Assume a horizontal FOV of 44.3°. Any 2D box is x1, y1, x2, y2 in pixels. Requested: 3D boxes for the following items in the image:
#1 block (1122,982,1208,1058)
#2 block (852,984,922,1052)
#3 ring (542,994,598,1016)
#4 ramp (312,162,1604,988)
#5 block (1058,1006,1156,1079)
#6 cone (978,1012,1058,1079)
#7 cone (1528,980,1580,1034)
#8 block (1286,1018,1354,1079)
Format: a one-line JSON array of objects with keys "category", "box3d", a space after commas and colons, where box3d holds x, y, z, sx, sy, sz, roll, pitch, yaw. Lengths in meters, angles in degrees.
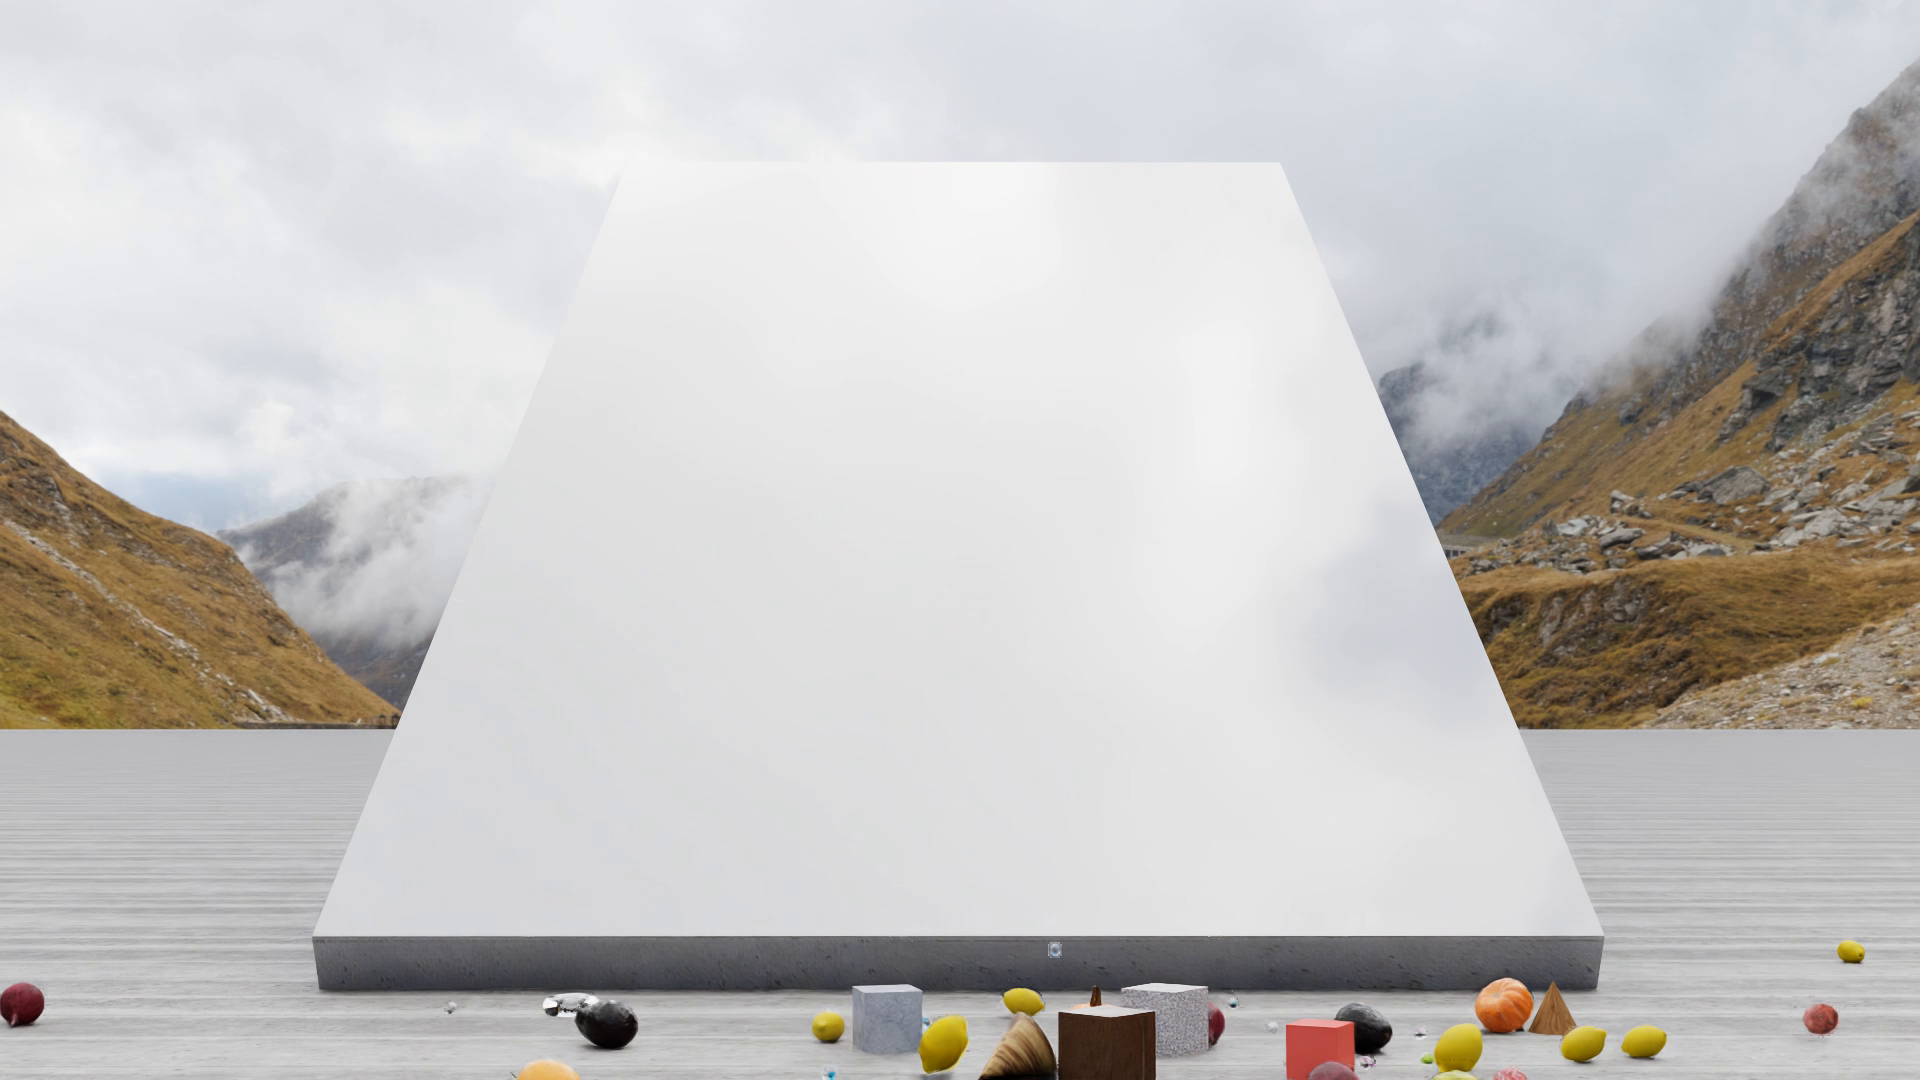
[{"category": "block", "box3d": [0.260, 0.608, 2.992, 0.080, 0.080, 0.080, -3, -5, 36]}, {"category": "block", "box3d": [-0.093, 0.612, 3.022, 0.075, 0.075, 0.075, 1, -5, -14]}, {"category": "ring", "box3d": [-0.555, 0.663, 3.366, 0.080, 0.027, 0.080, -1, -3, 0]}, {"category": "ramp", "box3d": [-0.010, -0.228, 5.466, 2.000, 0.100, 4.000, 0, 26, 0]}, {"category": "block", "box3d": [0.171, 0.588, 2.740, 0.080, 0.080, 0.080, -4, -6, 43]}, {"category": "cone", "box3d": [0.056, 0.611, 2.767, 0.085, 0.085, 0.085, -27, 6, -22]}, {"category": "cone", "box3d": [0.800, 0.628, 3.181, 0.068, 0.068, 0.068, 0, -4, 0]}, {"category": "block", "box3d": [0.424, 0.599, 2.774, 0.062, 0.062, 0.062, -2, -5, 28]}]
